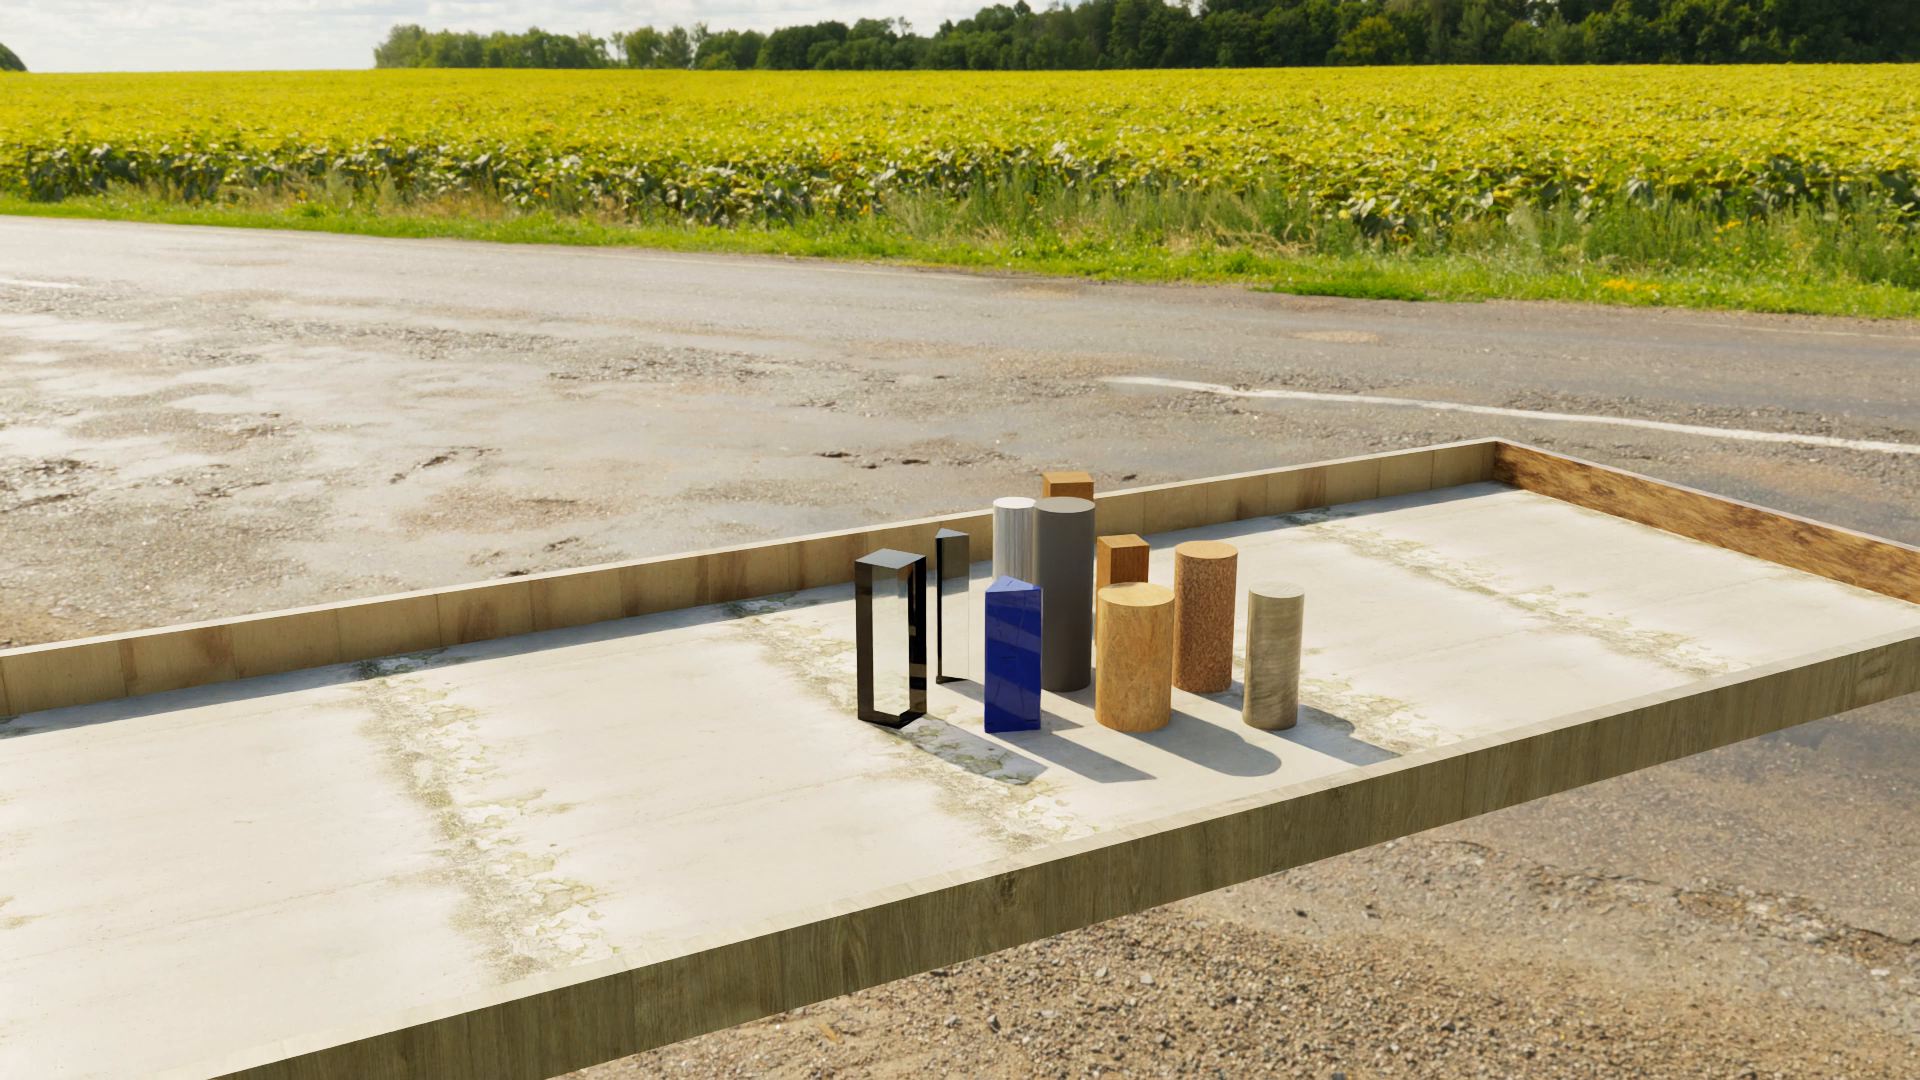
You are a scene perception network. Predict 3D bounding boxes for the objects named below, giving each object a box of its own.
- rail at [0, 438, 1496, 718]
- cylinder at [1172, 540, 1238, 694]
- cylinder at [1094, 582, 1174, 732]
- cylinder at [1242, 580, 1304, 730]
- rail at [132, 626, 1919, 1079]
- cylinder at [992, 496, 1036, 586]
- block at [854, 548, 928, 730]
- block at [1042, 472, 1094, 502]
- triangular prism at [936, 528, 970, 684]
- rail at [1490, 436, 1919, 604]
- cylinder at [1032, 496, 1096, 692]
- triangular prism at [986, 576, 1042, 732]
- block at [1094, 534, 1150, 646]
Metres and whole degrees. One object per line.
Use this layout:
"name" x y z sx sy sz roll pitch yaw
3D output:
"rail" -3.305 0.497 3.399 12.000 0.150 0.050 -9 18 -27
"cylinder" 0.604 0.190 4.090 0.152 0.348 0.152 0 16 0
"cylinder" 0.410 0.273 3.876 0.178 0.309 0.178 0 16 0
"cylinder" 0.732 0.270 3.857 0.127 0.326 0.127 0 16 0
"rail" -2.336 1.006 1.665 12.000 0.150 0.050 -9 18 -27
"cylinder" 0.143 0.095 4.322 0.114 0.400 0.114 0 16 0
"block" -0.161 0.231 3.872 0.119 0.393 0.119 10 19 30
"block" 0.296 0.021 4.571 0.119 0.402 0.119 -2 16 -7
"triangular prism" -0.032 0.163 4.124 0.088 0.381 0.076 -6 17 -20
"rail" 2.466 -0.048 5.253 0.050 0.150 2.100 -9 18 -27
"cylinder" 0.254 0.134 4.082 0.150 0.460 0.150 0 16 0
"triangular prism" 0.112 0.263 3.847 0.132 0.345 0.115 -3 17 -10
"block" 0.423 0.147 4.321 0.105 0.301 0.105 -4 17 -14
